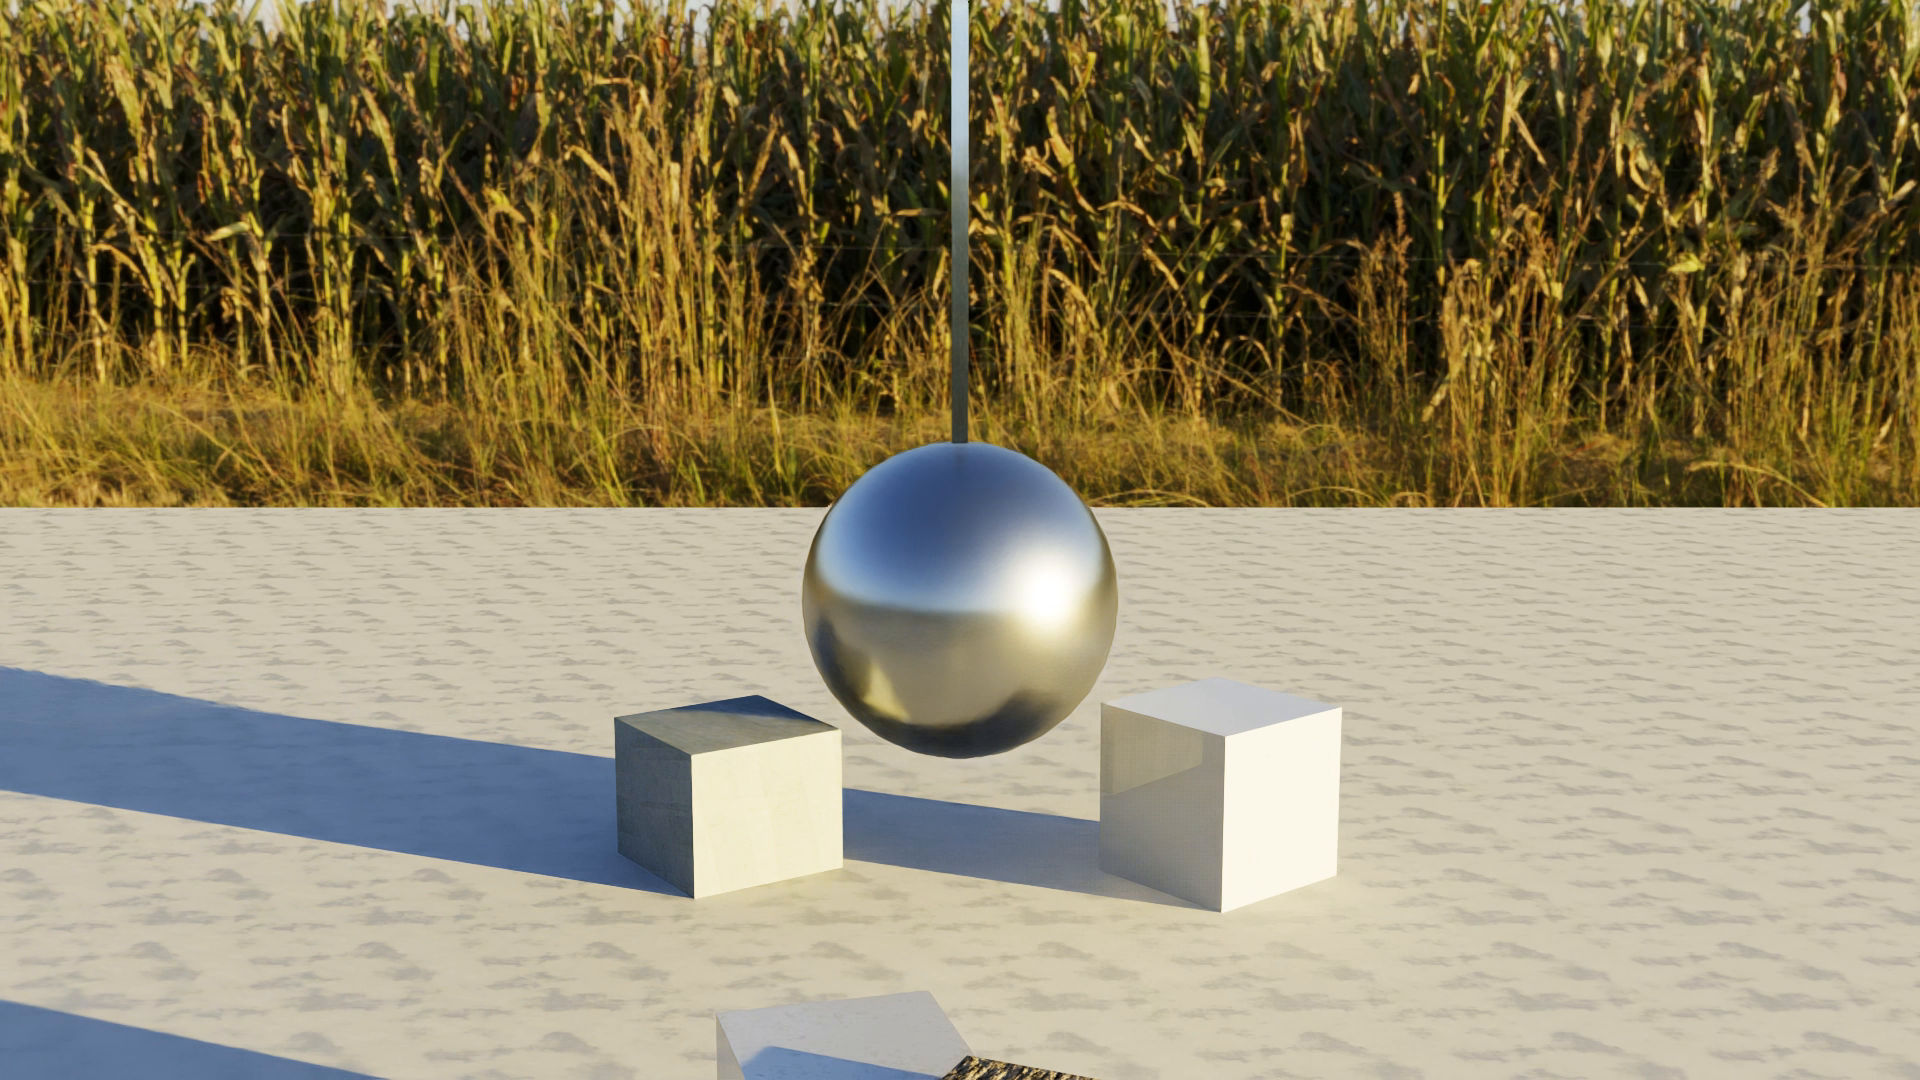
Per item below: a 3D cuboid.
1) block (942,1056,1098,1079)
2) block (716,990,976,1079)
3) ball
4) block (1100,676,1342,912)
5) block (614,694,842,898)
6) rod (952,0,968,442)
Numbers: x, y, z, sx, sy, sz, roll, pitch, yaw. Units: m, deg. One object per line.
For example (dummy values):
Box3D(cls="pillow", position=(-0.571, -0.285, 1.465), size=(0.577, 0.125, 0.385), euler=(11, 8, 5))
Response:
Box3D(cls="block", position=(0.197, 2.040, 6.102), size=(0.782, 0.803, 0.893), euler=(5, 11, 24))
Box3D(cls="block", position=(-0.353, 1.927, 6.957), size=(0.716, 0.718, 0.688), euler=(-3, 11, -16))
Box3D(cls="ball", position=(0.000, 0.299, 11.082), size=(1.600, 1.600, 1.600), euler=(0, 10, 0))
Box3D(cls="block", position=(1.249, 1.203, 10.607), size=(0.813, 0.838, 0.808), euler=(-9, 13, -40))
Box3D(cls="block", position=(-1.142, 1.238, 10.808), size=(0.809, 0.696, 0.827), euler=(-7, 12, -34))
Box3D(cls="rod", position=(0.000, -3.060, 10.558), size=(0.080, 5.200, 0.080), euler=(0, 9, 0))
